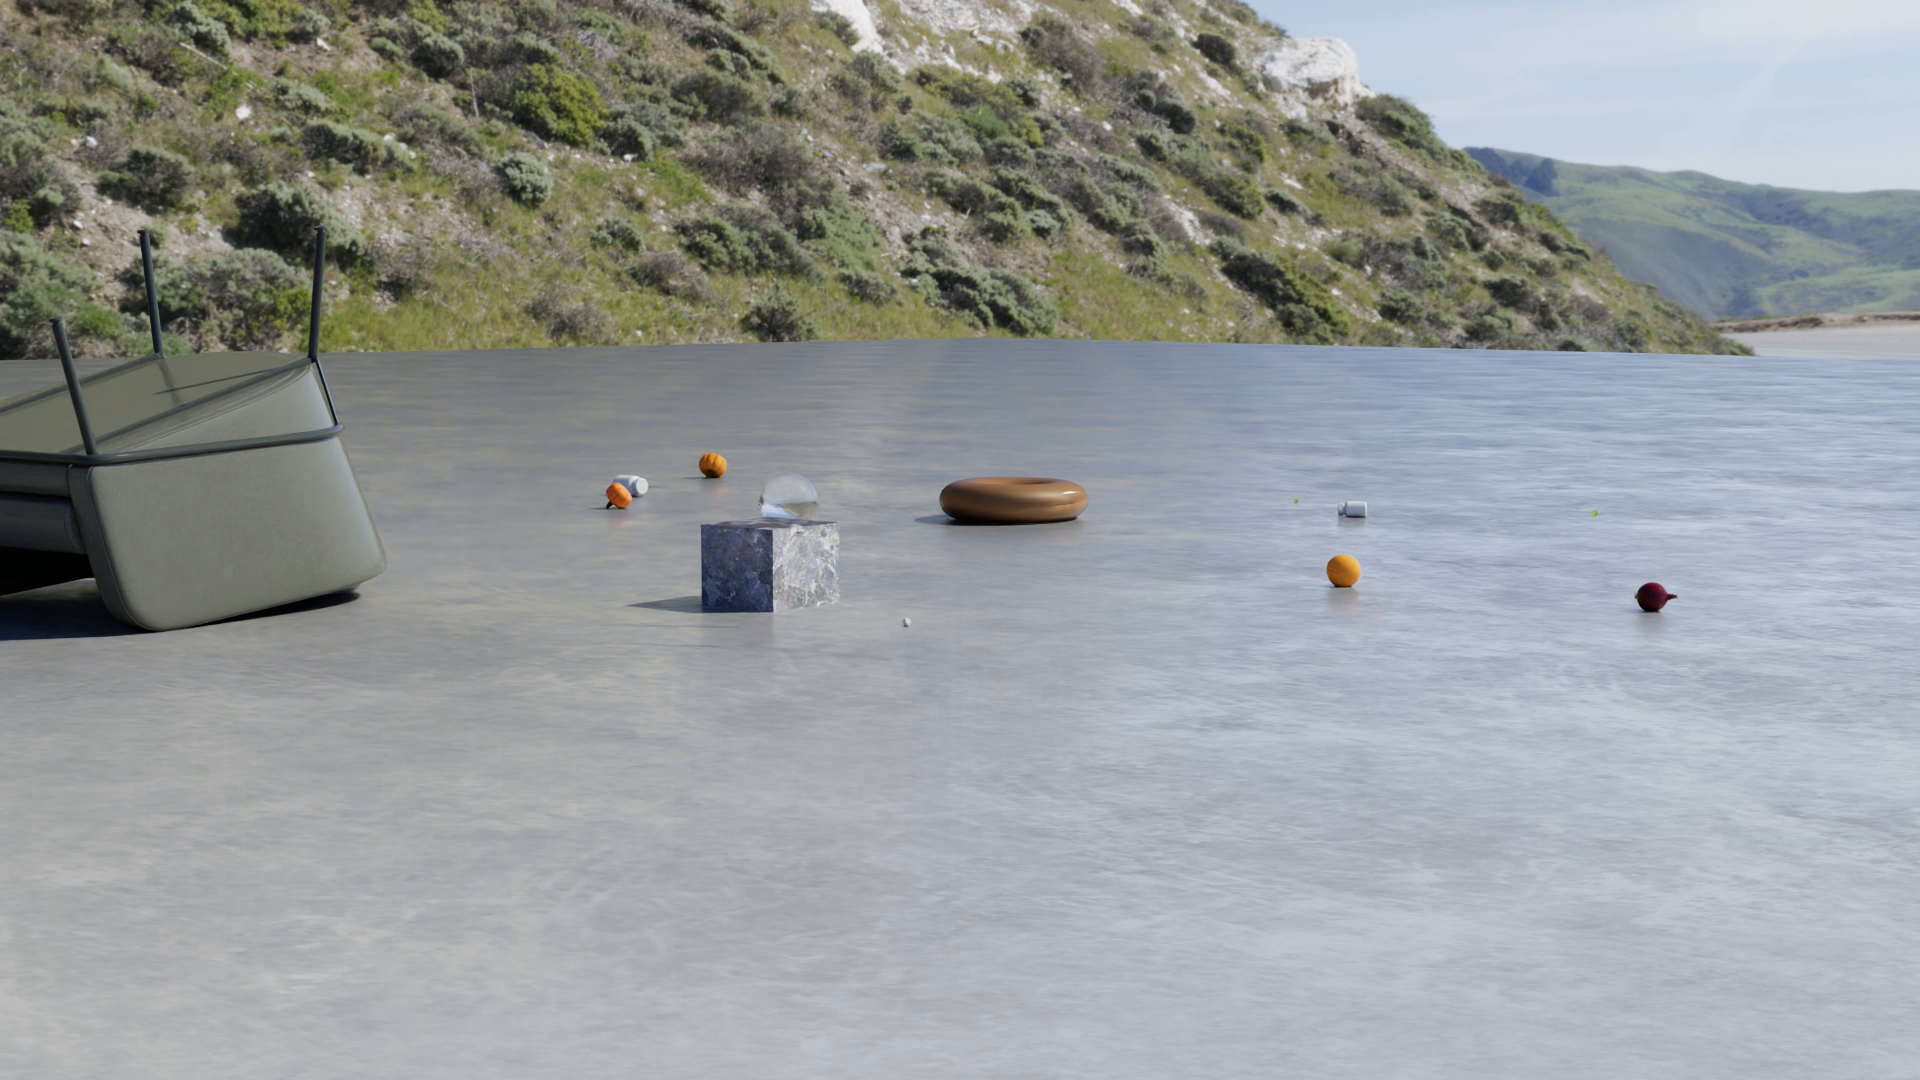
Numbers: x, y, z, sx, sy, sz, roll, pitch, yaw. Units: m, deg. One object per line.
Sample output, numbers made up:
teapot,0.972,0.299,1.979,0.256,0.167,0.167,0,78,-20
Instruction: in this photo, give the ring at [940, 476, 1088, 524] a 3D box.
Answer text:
ring,0.147,-0.109,6.970,0.373,0.105,0.441,6,8,43

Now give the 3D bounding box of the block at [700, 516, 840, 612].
block,-0.381,0.047,5.164,0.193,0.162,0.200,5,7,38

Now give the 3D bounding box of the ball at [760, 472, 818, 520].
ball,-0.443,-0.099,6.640,0.150,0.150,0.150,0,6,0
